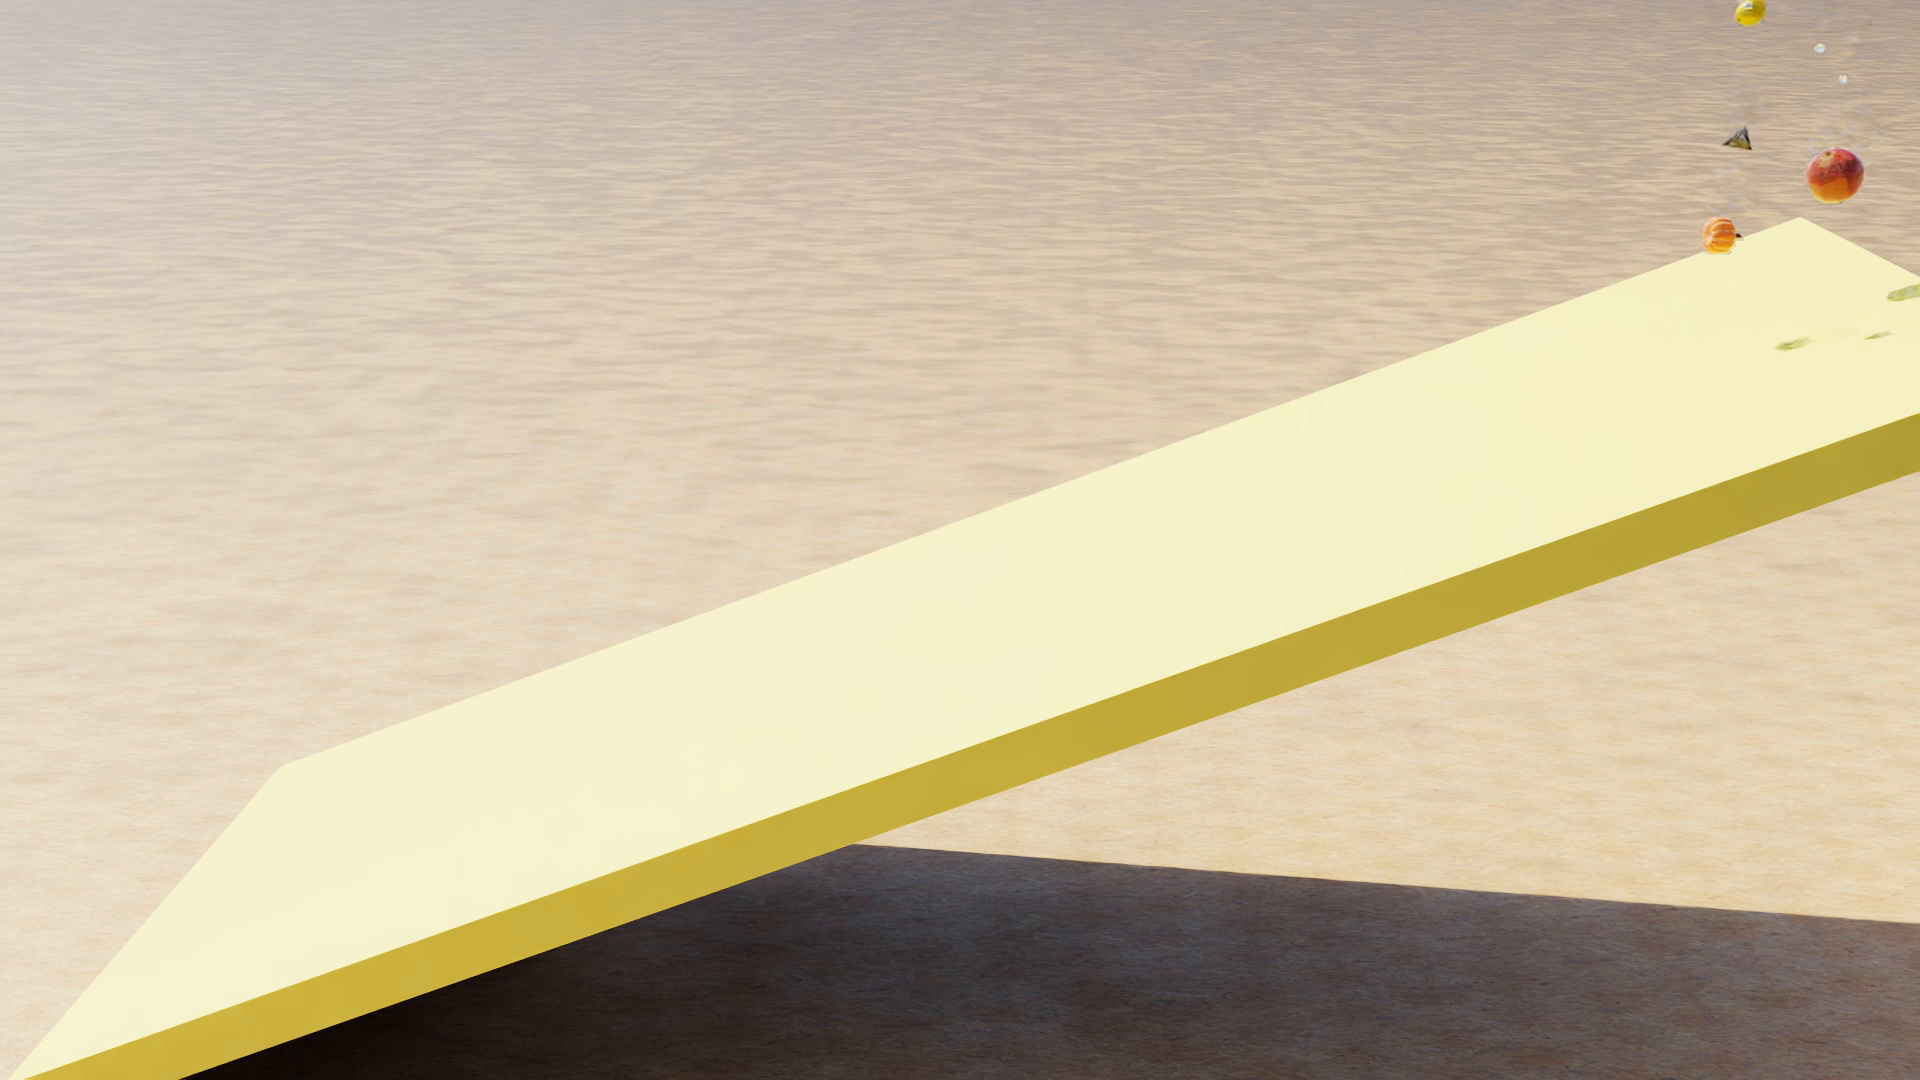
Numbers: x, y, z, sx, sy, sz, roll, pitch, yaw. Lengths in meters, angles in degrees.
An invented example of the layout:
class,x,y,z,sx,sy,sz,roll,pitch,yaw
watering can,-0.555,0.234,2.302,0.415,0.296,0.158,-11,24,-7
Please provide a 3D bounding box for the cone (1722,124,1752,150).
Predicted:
class,x,y,z,sx,sy,sz,roll,pitch,yaw
cone,1.544,-0.794,5.857,0.053,0.053,0.053,-15,8,19

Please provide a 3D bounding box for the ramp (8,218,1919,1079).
class,x,y,z,sx,sy,sz,roll,pitch,yaw
ramp,0.118,0.176,6.295,4.000,0.100,2.000,-20,12,7
